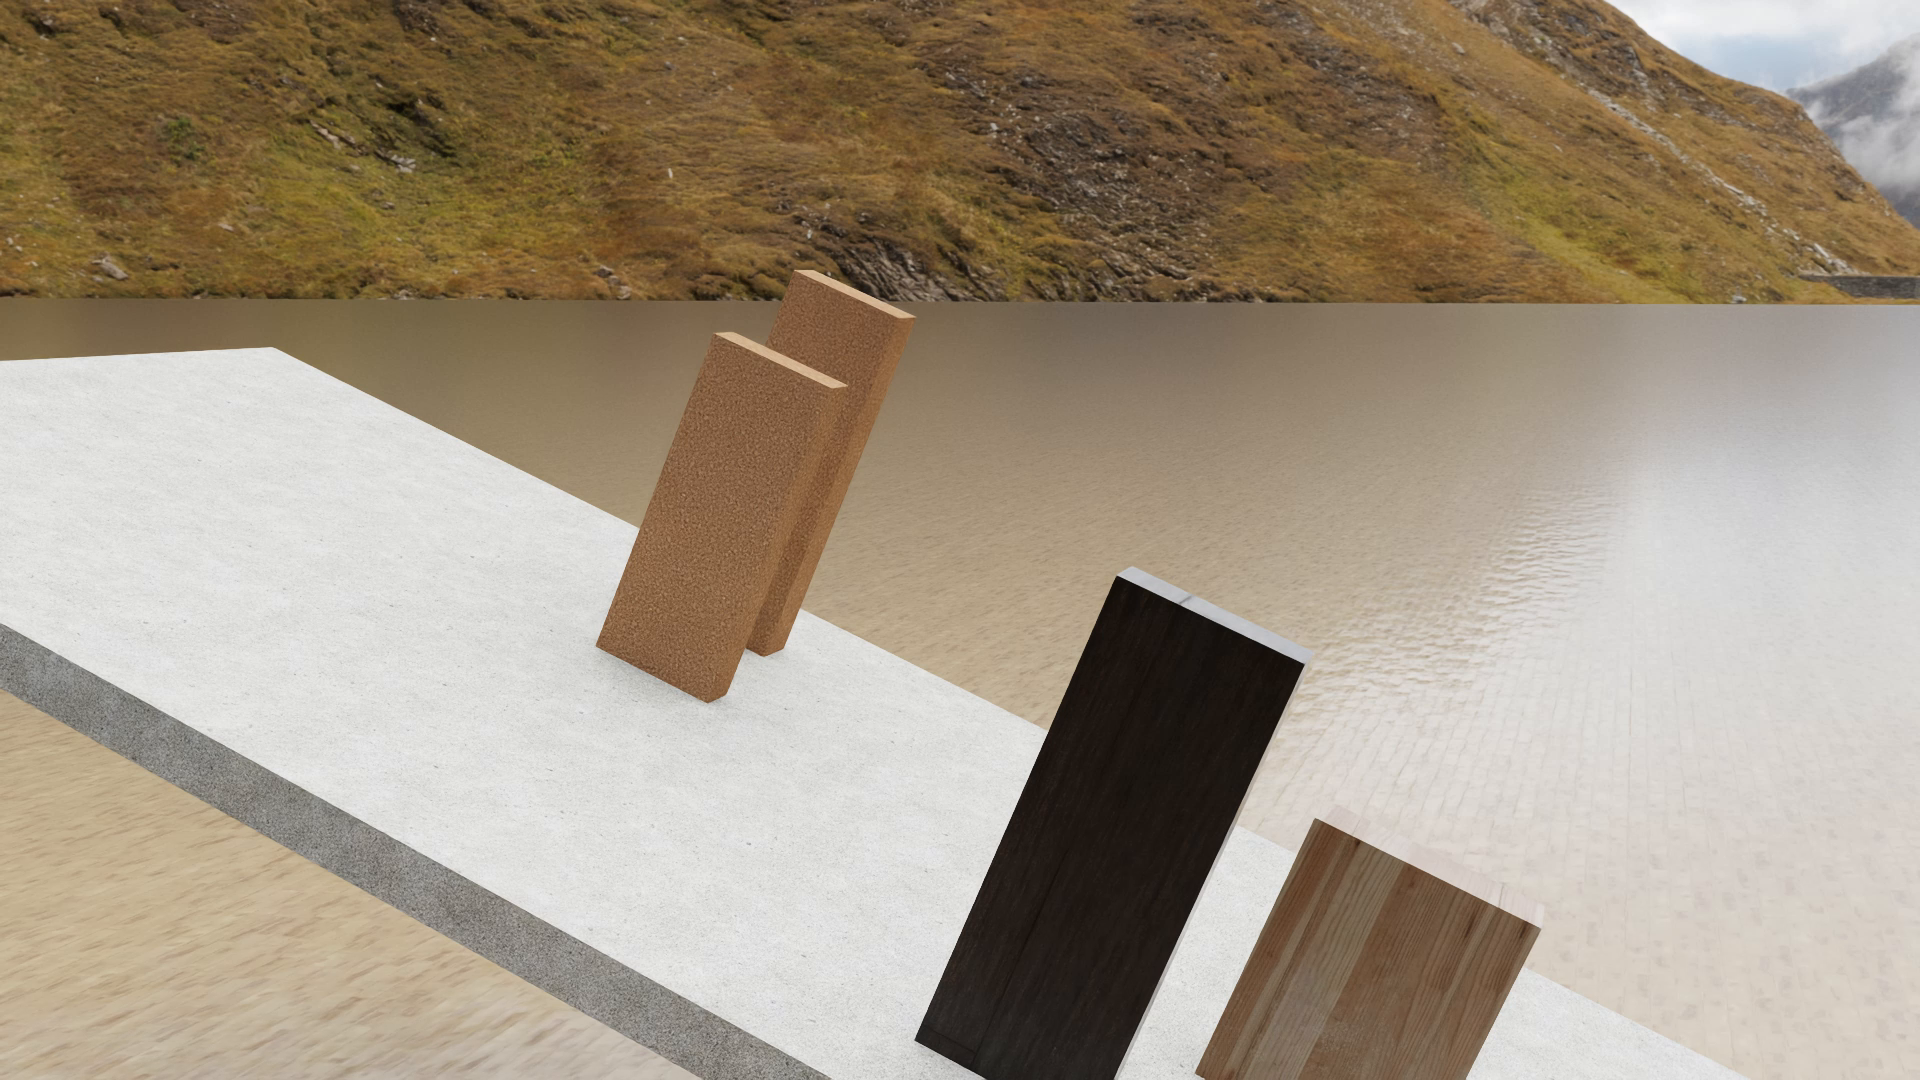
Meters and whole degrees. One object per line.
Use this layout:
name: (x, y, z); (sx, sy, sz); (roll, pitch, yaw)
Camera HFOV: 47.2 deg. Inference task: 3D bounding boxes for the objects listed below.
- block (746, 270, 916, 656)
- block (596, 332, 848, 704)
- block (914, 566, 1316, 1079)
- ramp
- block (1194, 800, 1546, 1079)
block: (-0.371, -0.165, 4.771); (0.255, 0.799, 0.116); (26, 13, 13)
block: (-0.476, -0.044, 4.366); (0.264, 0.684, 0.097); (26, 13, 13)
block: (0.223, 0.462, 3.268); (0.297, 0.789, 0.103); (26, 13, 13)
ramp: (-0.293, 0.512, 4.187); (4.000, 0.100, 2.000); (26, 13, 13)
block: (0.666, 0.735, 3.589); (0.387, 0.484, 0.131); (26, 13, 13)
